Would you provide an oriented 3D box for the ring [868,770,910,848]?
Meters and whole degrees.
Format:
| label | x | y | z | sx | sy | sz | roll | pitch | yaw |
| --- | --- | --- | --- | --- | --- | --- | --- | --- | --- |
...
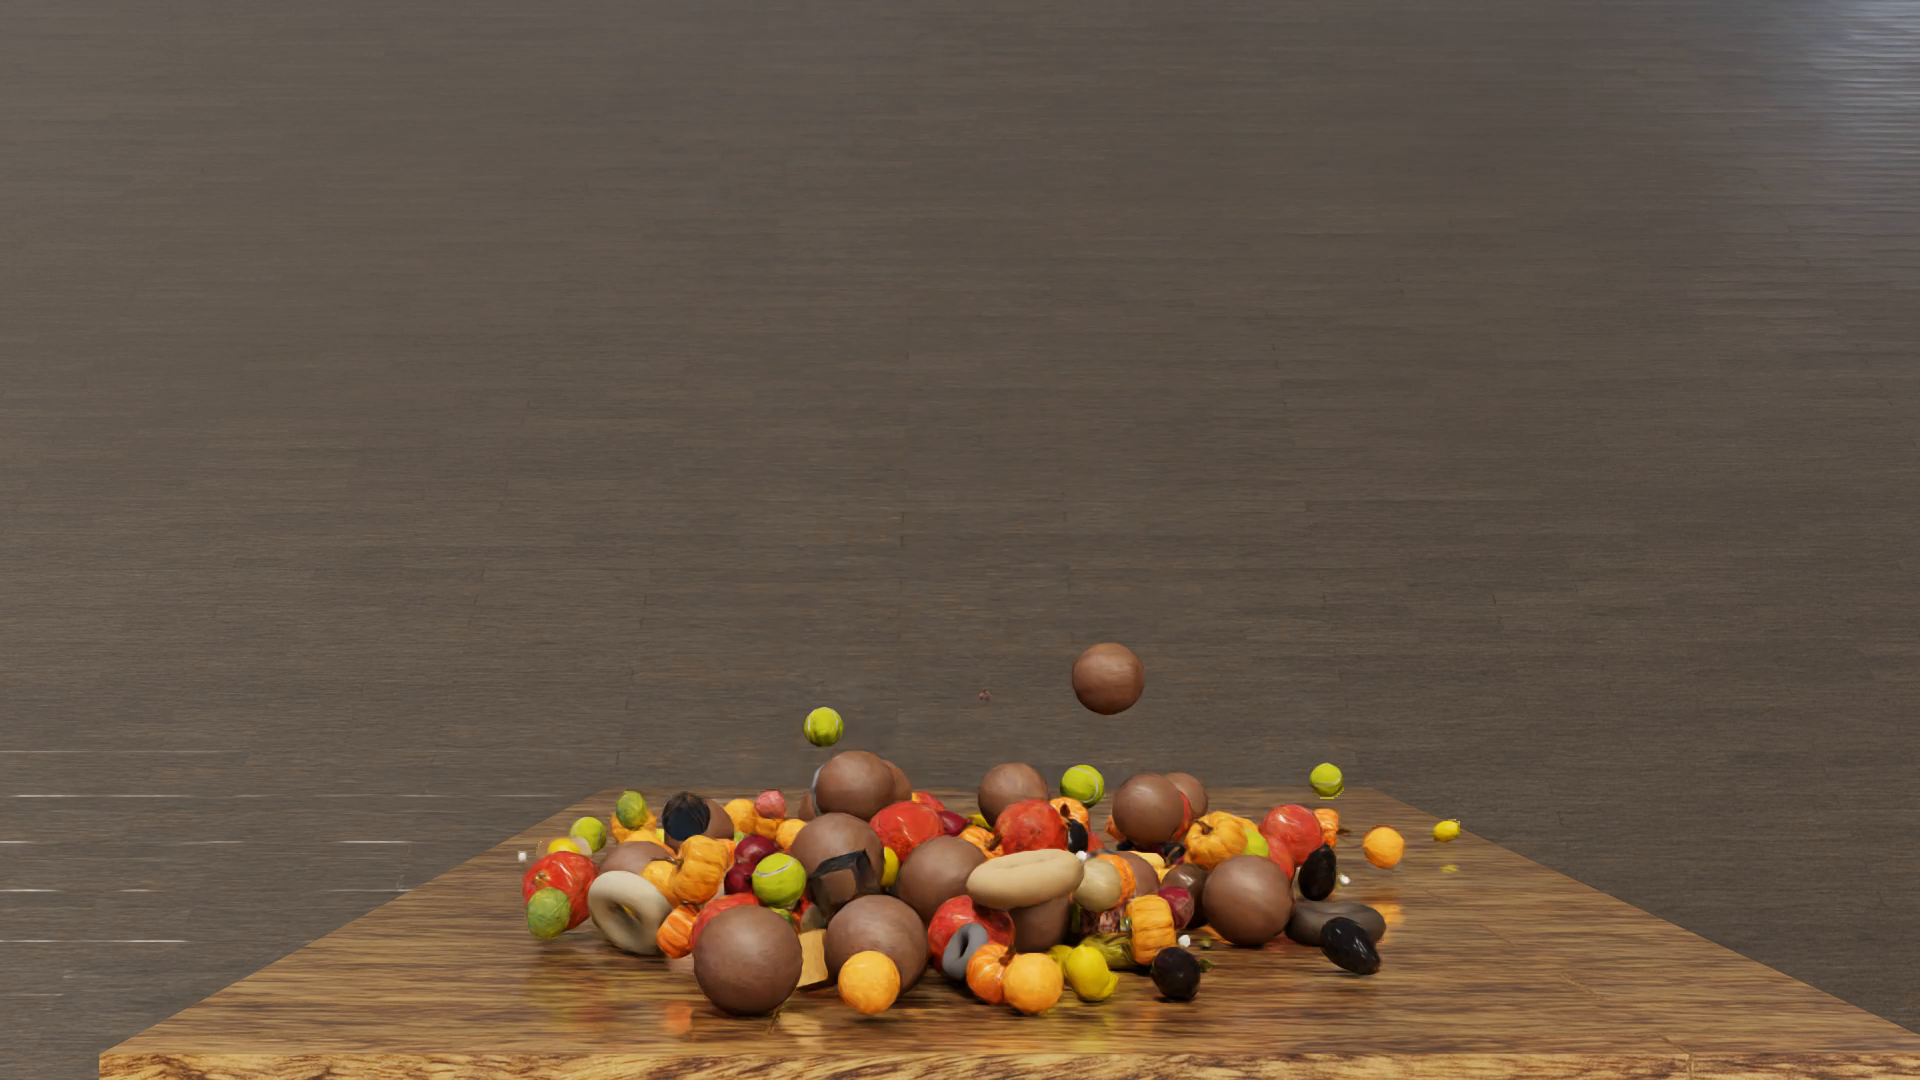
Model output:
| label | x | y | z | sx | sy | sz | roll | pitch | yaw |
| --- | --- | --- | --- | --- | --- | --- | --- | --- | --- |
| ring | -0.132 | 0.500 | 4.822 | 0.049 | 0.146 | 0.146 | -8 | 34 | -20 |

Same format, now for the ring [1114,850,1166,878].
| label | x | y | z | sx | sy | sz | roll | pitch | yaw |
| --- | --- | --- | --- | --- | --- | --- | --- | --- | --- |
| ring | 0.296 | 0.569 | 4.559 | 0.130 | 0.043 | 0.130 | 3 | -7 | 0 |

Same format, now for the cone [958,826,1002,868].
| label | x | y | z | sx | sy | sz | roll | pitch | yaw |
| --- | --- | --- | --- | --- | --- | --- | --- | --- | --- |
| cone | 0.015 | 0.576 | 4.666 | 0.093 | 0.093 | 0.093 | -28 | 42 | -24 |

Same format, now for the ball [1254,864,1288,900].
| label | x | y | z | sx | sy | sz | roll | pitch | yaw |
| --- | --- | --- | --- | --- | --- | --- | --- | --- | --- |
| ball | 0.509 | 0.559 | 4.242 | 0.056 | 0.056 | 0.056 | 0 | 34 | 0 |

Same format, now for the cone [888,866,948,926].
| label | x | y | z | sx | sy | sz | roll | pitch | yaw |
| --- | --- | --- | --- | --- | --- | --- | --- | --- | --- |
| cone | -0.043 | 0.490 | 3.610 | 0.083 | 0.083 | 0.083 | 30 | 20 | 36 |

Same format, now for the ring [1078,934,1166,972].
| label | x | y | z | sx | sy | sz | roll | pitch | yaw |
| --- | --- | --- | --- | --- | --- | --- | --- | --- | --- |
| ring | 0.215 | 0.549 | 3.456 | 0.117 | 0.039 | 0.117 | 4 | -1 | 0 |

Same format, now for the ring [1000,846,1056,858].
| label | x | y | z | sx | sy | sz | roll | pitch | yaw |
| --- | --- | --- | --- | --- | --- | --- | --- | --- | --- |
| ring | 0.121 | 0.562 | 4.519 | 0.116 | 0.116 | 0.039 | -5 | 70 | -7 |

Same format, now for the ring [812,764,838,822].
| label | x | y | z | sx | sy | sz | roll | pitch | yaw |
| --- | --- | --- | --- | --- | --- | --- | --- | --- | --- |
| ring | -0.238 | 0.450 | 4.605 | 0.034 | 0.103 | 0.103 | 0 | 34 | 8 |

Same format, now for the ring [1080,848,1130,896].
| label | x | y | z | sx | sy | sz | roll | pitch | yaw |
| --- | --- | --- | --- | --- | --- | --- | --- | --- | --- |
| ring | 0.200 | 0.472 | 3.640 | 0.078 | 0.078 | 0.026 | -4 | 0 | -6 |

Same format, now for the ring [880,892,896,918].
| label | x | y | z | sx | sy | sz | roll | pitch | yaw |
| --- | --- | --- | --- | --- | --- | --- | --- | --- | --- |
| ring | -0.079 | 0.562 | 3.988 | 0.098 | 0.033 | 0.098 | 8 | 4 | -1 |

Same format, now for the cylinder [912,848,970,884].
| label | x | y | z | sx | sy | sz | roll | pitch | yaw |
| --- | --- | --- | --- | --- | --- | --- | --- | --- | --- |
| cylinder | -0.029 | 0.539 | 4.113 | 0.091 | 0.091 | 0.091 | -5 | -1 | -7 |

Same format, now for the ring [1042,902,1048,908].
| label | x | y | z | sx | sy | sz | roll | pitch | yaw |
| --- | --- | --- | --- | --- | --- | --- | --- | --- | --- |
| ring | 0.088 | 0.563 | 4.071 | 0.109 | 0.036 | 0.109 | -4 | 2 | 0 |

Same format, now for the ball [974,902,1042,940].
| label | x | y | z | sx | sy | sz | roll | pitch | yaw |
| --- | --- | --- | --- | --- | --- | --- | --- | --- | --- |
| ball | 0.070 | 0.526 | 3.730 | 0.097 | 0.097 | 0.097 | 0 | 34 | 0 |

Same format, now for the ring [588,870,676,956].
| label | x | y | z | sx | sy | sz | roll | pitch | yaw |
| --- | --- | --- | --- | --- | --- | --- | --- | --- | --- |
| ring | -0.451 | 0.512 | 3.558 | 0.136 | 0.136 | 0.045 | 16 | 40 | 23 |

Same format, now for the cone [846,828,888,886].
| label | x | y | z | sx | sy | sz | roll | pitch | yaw |
| --- | --- | --- | --- | --- | --- | --- | --- | --- | --- |
| cone | -0.173 | 0.543 | 4.467 | 0.098 | 0.098 | 0.098 | 0 | -1 | 0 |

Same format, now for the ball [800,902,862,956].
| label | x | y | z | sx | sy | sz | roll | pitch | yaw |
| --- | --- | --- | --- | --- | --- | --- | --- | --- | --- |
| ball | -0.176 | 0.527 | 3.512 | 0.084 | 0.084 | 0.084 | 0 | 34 | 0 |

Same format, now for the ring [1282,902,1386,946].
| label | x | y | z | sx | sy | sz | roll | pitch | yaw |
| --- | --- | --- | --- | --- | --- | --- | --- | --- | --- |
| ring | 0.534 | 0.550 | 3.708 | 0.148 | 0.049 | 0.148 | 1 | 1 | 0 |

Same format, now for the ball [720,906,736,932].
| label | x | y | z | sx | sy | sz | roll | pitch | yaw |
| --- | --- | --- | --- | --- | --- | --- | --- | --- | --- |
| ball | -0.356 | 0.550 | 3.815 | 0.053 | 0.053 | 0.053 | 0 | 34 | 0 |

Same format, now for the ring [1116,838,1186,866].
| label | x | y | z | sx | sy | sz | roll | pitch | yaw |
| --- | --- | --- | --- | --- | --- | --- | --- | --- | --- |
| ring | 0.354 | 0.580 | 4.821 | 0.131 | 0.044 | 0.131 | 1 | -1 | 0 |

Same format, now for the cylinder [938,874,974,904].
| label | x | y | z | sx | sy | sz | roll | pitch | yaw |
| --- | --- | --- | --- | --- | --- | --- | --- | --- | --- |
| cylinder | -0.015 | 0.537 | 3.846 | 0.059 | 0.059 | 0.059 | -39 | 46 | -13 |

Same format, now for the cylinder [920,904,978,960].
| label | x | y | z | sx | sy | sz | roll | pitch | yaw |
| --- | --- | --- | --- | --- | --- | --- | --- | --- | --- |
| cylinder | -0.015 | 0.531 | 3.516 | 0.077 | 0.077 | 0.077 | 0 | 34 | 1 |

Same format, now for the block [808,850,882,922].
| label | x | y | z | sx | sy | sz | roll | pitch | yaw |
| --- | --- | --- | --- | --- | --- | --- | --- | --- | --- |
| block | -0.146 | 0.440 | 3.304 | 0.061 | 0.061 | 0.061 | -17 | 10 | 21 |

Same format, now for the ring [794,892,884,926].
| label | x | y | z | sx | sy | sz | roll | pitch | yaw |
| --- | --- | --- | --- | --- | --- | --- | --- | --- | --- |
| ring | -0.182 | 0.557 | 3.917 | 0.139 | 0.046 | 0.139 | 1 | -1 | 0 |

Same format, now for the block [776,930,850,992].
| label | x | y | z | sx | sy | sz | roll | pitch | yaw |
| --- | --- | --- | --- | --- | --- | --- | --- | --- | --- |
| block | -0.180 | 0.518 | 3.196 | 0.062 | 0.062 | 0.062 | -17 | 72 | 20 |

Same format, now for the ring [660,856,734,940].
| label | x | y | z | sx | sy | sz | roll | pitch | yaw |
| --- | --- | --- | --- | --- | --- | --- | --- | --- | --- |
| ring | -0.379 | 0.515 | 3.736 | 0.122 | 0.122 | 0.041 | 23 | 10 | 31 |

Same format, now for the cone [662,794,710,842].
| label | x | y | z | sx | sy | sz | roll | pitch | yaw |
| --- | --- | --- | --- | --- | --- | --- | --- | --- | --- |
| cone | -0.378 | 0.369 | 3.526 | 0.067 | 0.067 | 0.067 | -1 | 71 | 4 |

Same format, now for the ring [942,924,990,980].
| label | x | y | z | sx | sy | sz | roll | pitch | yaw |
| --- | --- | --- | --- | --- | --- | --- | --- | --- | --- |
| ring | 0.007 | 0.508 | 3.203 | 0.026 | 0.077 | 0.077 | 33 | 26 | -23 |

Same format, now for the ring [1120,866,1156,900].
| label | x | y | z | sx | sy | sz | roll | pitch | yaw |
| --- | --- | --- | --- | --- | --- | --- | --- | --- | --- |
| ring | 0.253 | 0.528 | 4.002 | 0.097 | 0.032 | 0.097 | 2 | 12 | 0 |

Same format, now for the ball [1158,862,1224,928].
| label | x | y | z | sx | sy | sz | roll | pitch | yaw |
| --- | --- | --- | --- | --- | --- | --- | --- | --- | --- |
| ball | 0.345 | 0.529 | 3.865 | 0.097 | 0.097 | 0.097 | 0 | 34 | 0 |

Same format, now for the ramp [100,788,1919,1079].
| label | x | y | z | sx | sy | sz | roll | pitch | yaw |
| --- | --- | --- | --- | --- | --- | --- | --- | --- | --- |
| ramp | 0.075 | 0.650 | 4.786 | 2.000 | 0.100 | 4.000 | 0 | -1 | 0 |

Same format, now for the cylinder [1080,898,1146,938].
| label | x | y | z | sx | sy | sz | roll | pitch | yaw |
| --- | --- | --- | --- | --- | --- | --- | --- | --- | --- |
| cylinder | 0.212 | 0.536 | 3.611 | 0.070 | 0.070 | 0.070 | 0 | 32 | -24 |

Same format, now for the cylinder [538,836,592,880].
| label | x | y | z | sx | sy | sz | roll | pitch | yaw |
| --- | --- | --- | --- | --- | --- | --- | --- | --- | --- |
| cylinder | -0.691 | 0.557 | 4.542 | 0.068 | 0.068 | 0.068 | -5 | 28 | -44 |

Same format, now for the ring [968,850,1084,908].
| label | x | y | z | sx | sy | sz | roll | pitch | yaw |
| --- | --- | --- | --- | --- | --- | --- | --- | --- | --- |
| ring | 0.082 | 0.425 | 3.261 | 0.149 | 0.050 | 0.149 | -10 | 3 | 1 |

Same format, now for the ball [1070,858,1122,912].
| label | x | y | z | sx | sy | sz | roll | pitch | yaw |
| --- | --- | --- | --- | --- | --- | --- | --- | --- | --- |
| ball | 0.180 | 0.456 | 3.424 | 0.070 | 0.070 | 0.070 | 0 | 34 | 0 |

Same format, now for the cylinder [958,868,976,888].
| label | x | y | z | sx | sy | sz | roll | pitch | yaw |
| --- | --- | --- | --- | --- | --- | --- | --- | --- | --- |
| cylinder | 0.039 | 0.545 | 4.001 | 0.069 | 0.069 | 0.069 | -27 | 16 | -34 |

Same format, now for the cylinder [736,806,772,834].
| label | x | y | z | sx | sy | sz | roll | pitch | yaw |
| --- | --- | --- | --- | --- | --- | --- | --- | --- | --- |
| cylinder | -0.431 | 0.586 | 5.436 | 0.053 | 0.053 | 0.053 | 1 | 31 | 30 |
